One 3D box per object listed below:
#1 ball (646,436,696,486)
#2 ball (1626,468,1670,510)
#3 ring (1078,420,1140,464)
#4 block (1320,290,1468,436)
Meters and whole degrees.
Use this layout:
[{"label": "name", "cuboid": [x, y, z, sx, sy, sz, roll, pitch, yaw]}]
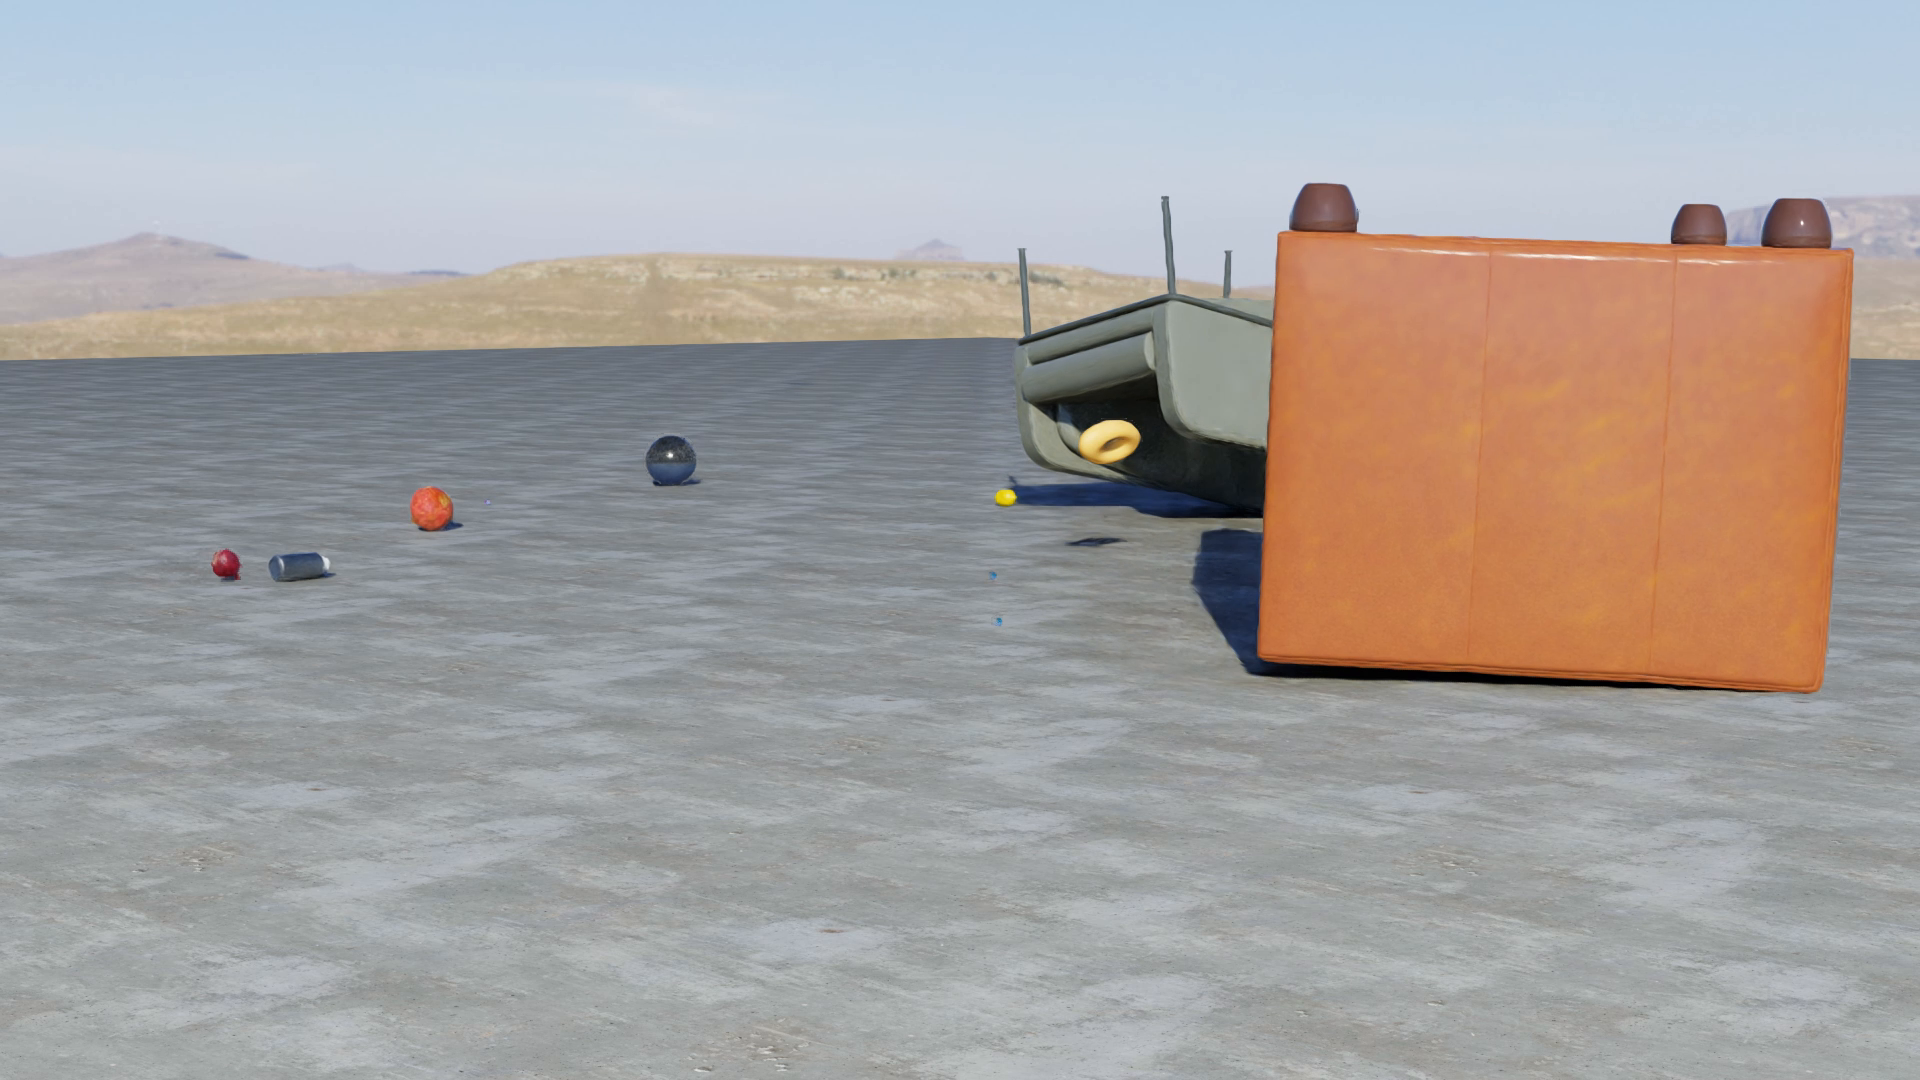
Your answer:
[{"label": "ball", "cuboid": [-0.907, -0.250, 8.055, 0.160, 0.160, 0.160, 0, 6, 0]}, {"label": "ball", "cuboid": [1.932, -0.142, 7.209, 0.119, 0.119, 0.119, 0, 6, 0]}, {"label": "ring", "cuboid": [0.339, -0.222, 5.811, 0.196, 0.112, 0.049, -3, 42, -49]}, {"label": "block", "cuboid": [1.317, -0.536, 7.758, 0.353, 0.334, 0.231, -5, -37, 27]}]
